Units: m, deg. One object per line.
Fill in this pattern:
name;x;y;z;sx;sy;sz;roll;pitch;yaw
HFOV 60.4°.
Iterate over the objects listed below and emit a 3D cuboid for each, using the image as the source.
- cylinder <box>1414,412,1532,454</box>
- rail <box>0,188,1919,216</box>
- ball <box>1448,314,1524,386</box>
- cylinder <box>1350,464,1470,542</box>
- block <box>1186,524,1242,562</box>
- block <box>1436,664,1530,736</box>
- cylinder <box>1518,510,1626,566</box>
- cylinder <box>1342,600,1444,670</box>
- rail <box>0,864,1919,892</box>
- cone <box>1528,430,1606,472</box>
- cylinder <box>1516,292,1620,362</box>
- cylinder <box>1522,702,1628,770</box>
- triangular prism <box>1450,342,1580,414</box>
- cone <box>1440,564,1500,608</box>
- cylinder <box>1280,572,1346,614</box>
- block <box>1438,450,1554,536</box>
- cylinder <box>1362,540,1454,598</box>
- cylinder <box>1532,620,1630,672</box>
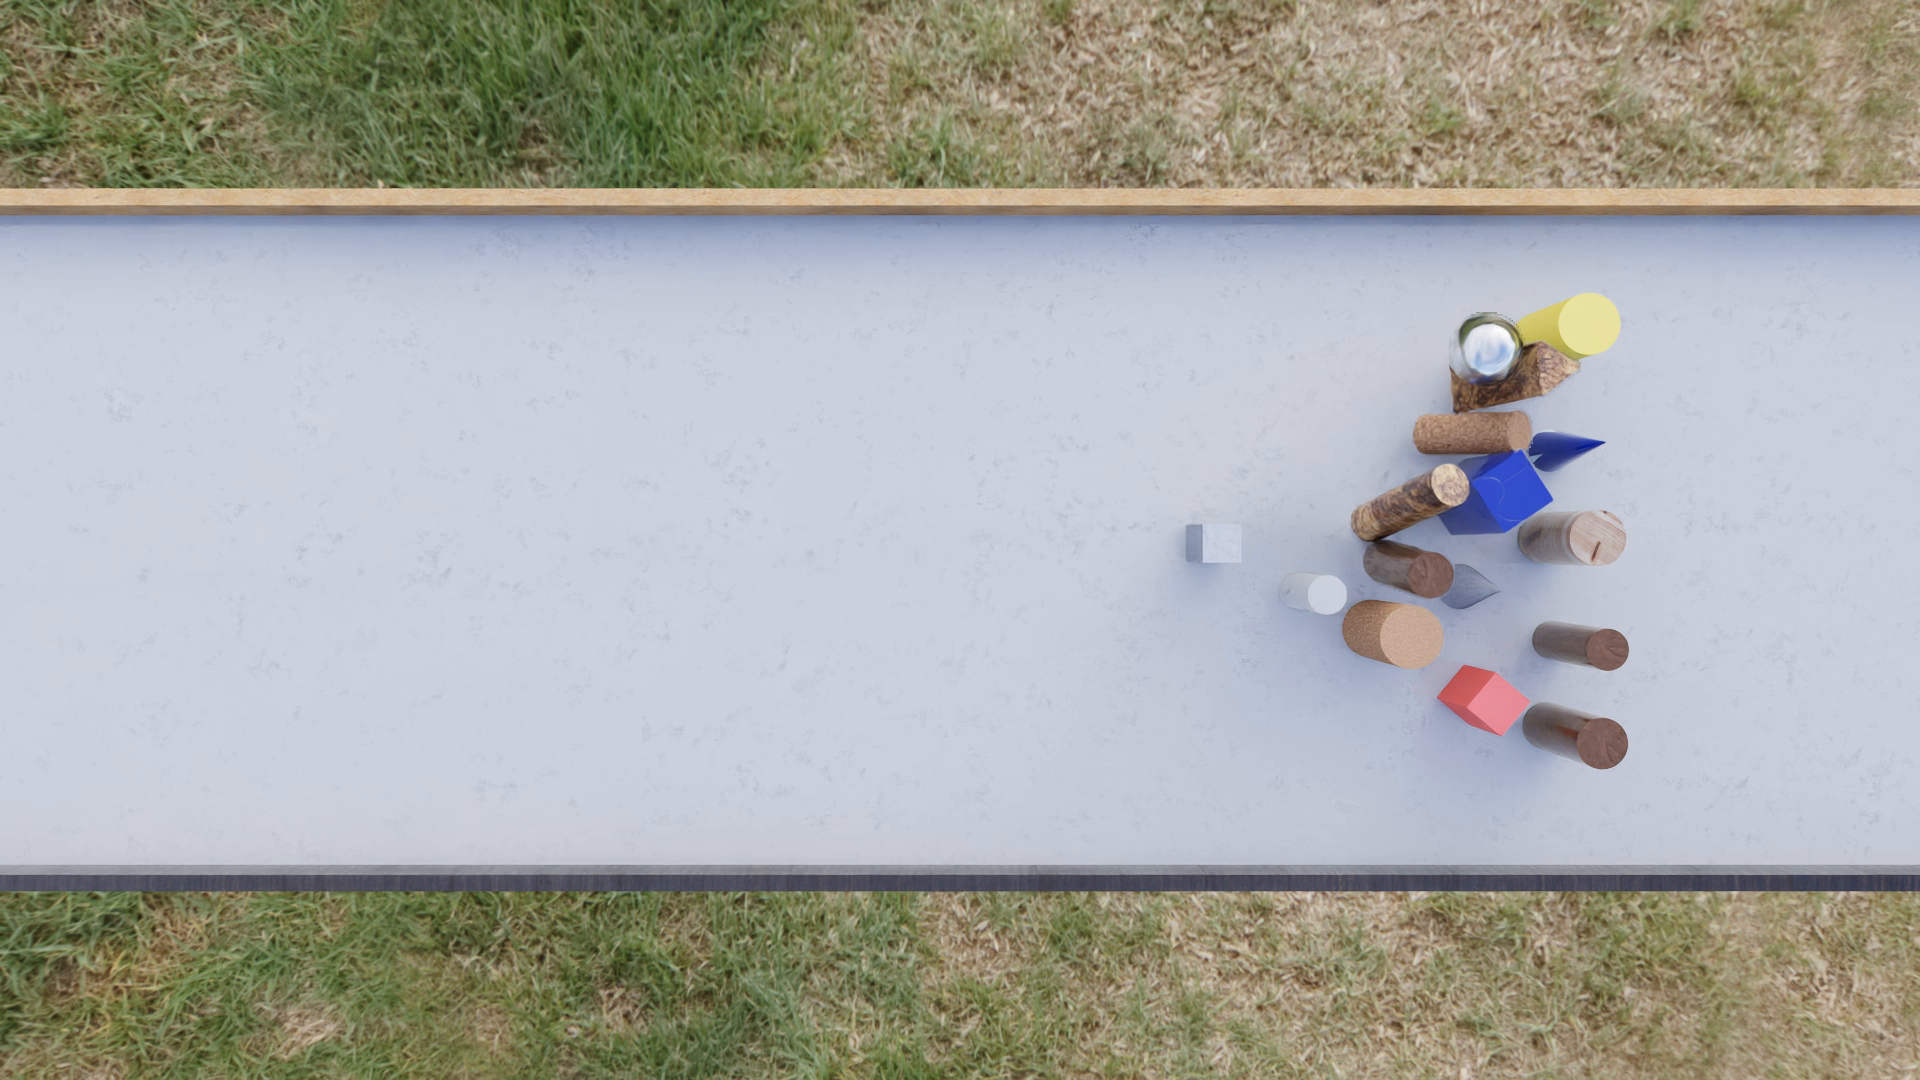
cylinder;1.523;-0.318;4.912;0.122;0.325;0.122;-2;93;-38
rail;-2.247;-1.025;5.002;12.000;0.150;0.050;0;90;0
ball;1.493;-0.539;4.690;0.205;0.205;0.205;0;90;0
cylinder;1.316;-0.104;4.847;0.122;0.445;0.122;4;75;-16
block;0.751;0.009;4.902;0.111;0.349;0.111;0;90;0
block;1.560;0.476;4.925;0.132;0.302;0.132;40;90;0
cylinder;1.796;-0.005;4.859;0.160;0.435;0.160;0;90;0
cylinder;1.266;0.273;4.848;0.179;0.457;0.179;0;90;0
rail;-2.247;1.025;5.001;12.000;0.150;0.050;0;90;0
cone;1.816;-0.275;4.852;0.133;0.449;0.133;0;90;0
cylinder;1.785;-0.613;4.876;0.176;0.401;0.176;0;90;0
cylinder;1.803;0.572;4.853;0.146;0.447;0.146;0;90;0
triangular prism;1.599;-0.493;4.845;0.149;0.426;0.129;-35;98;-16
cone;1.539;0.143;4.881;0.140;0.391;0.140;0;90;0
cylinder;1.038;0.155;4.868;0.111;0.418;0.111;0;90;0
block;1.545;-0.134;4.856;0.170;0.428;0.170;-33;91;-3
cylinder;1.318;0.082;4.871;0.132;0.398;0.132;0;95;-5
cylinder;1.821;0.309;4.856;0.120;0.441;0.120;0;90;0
